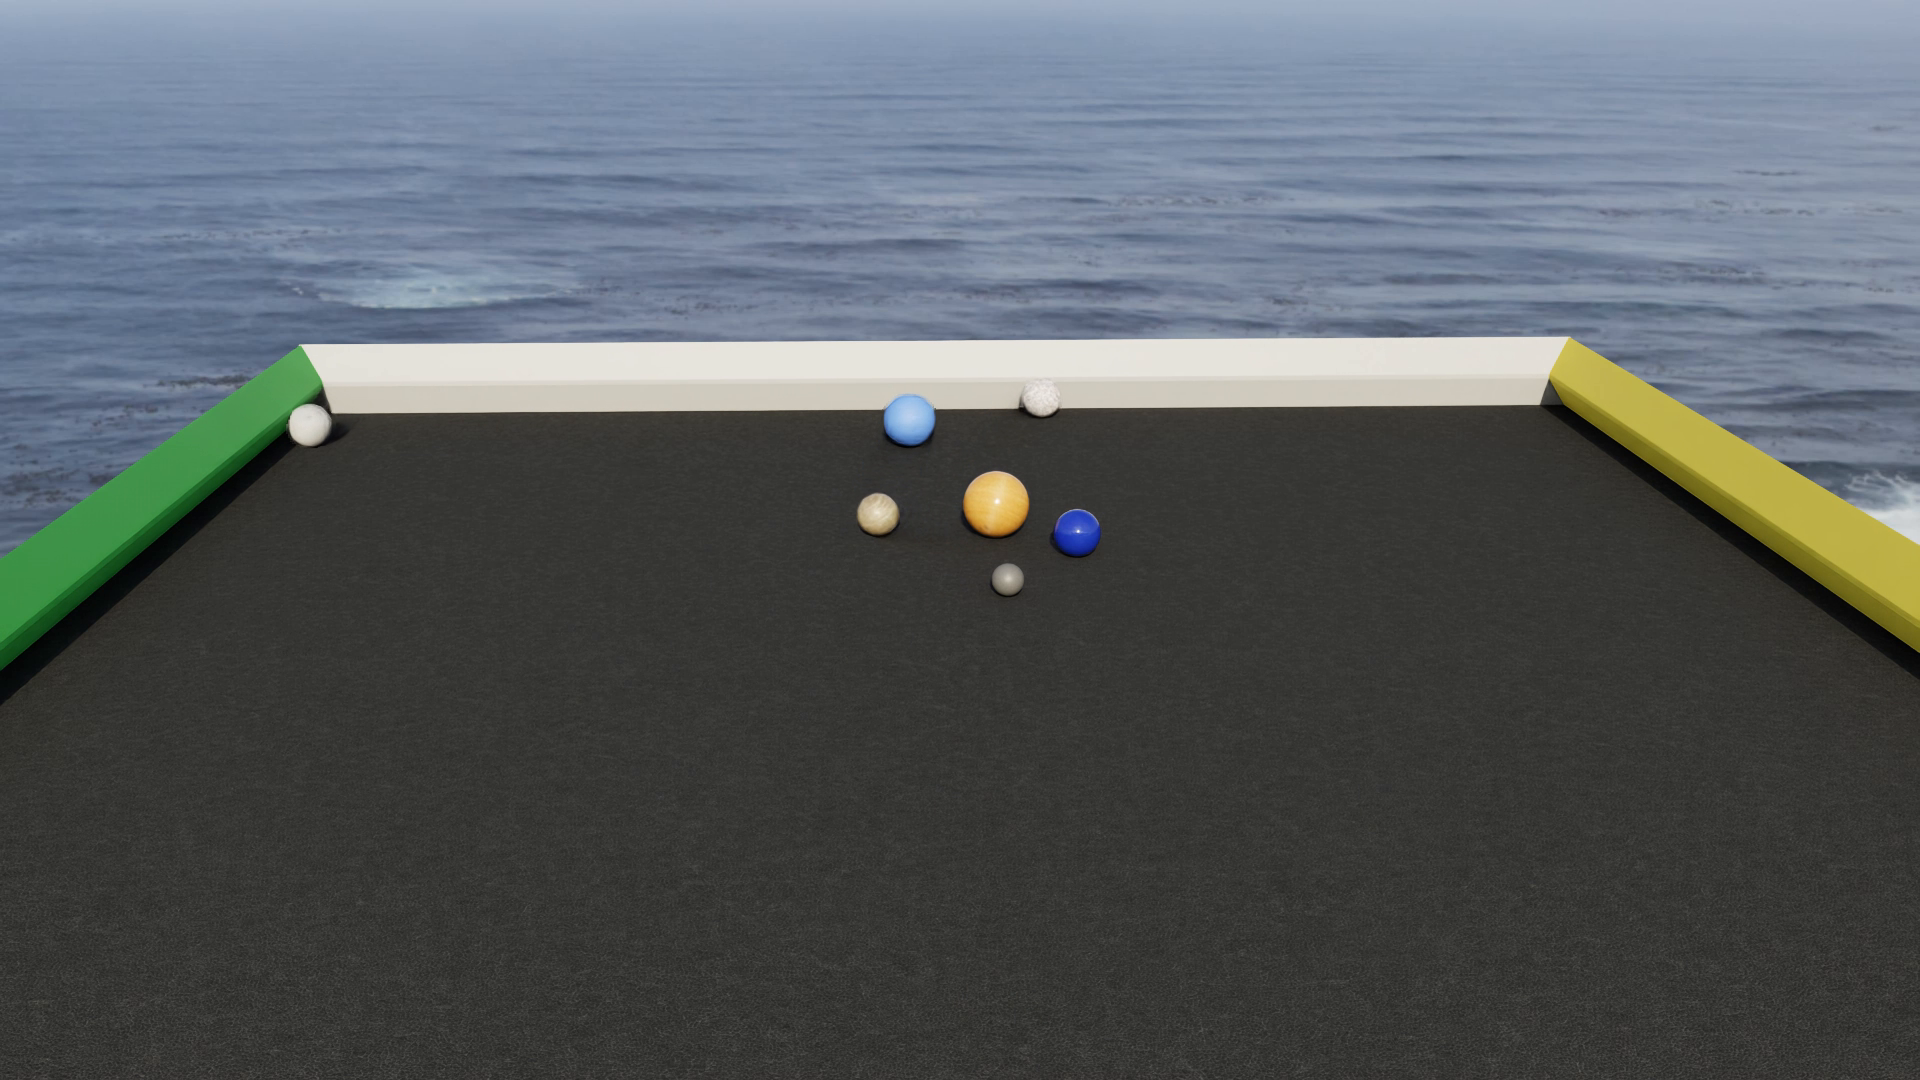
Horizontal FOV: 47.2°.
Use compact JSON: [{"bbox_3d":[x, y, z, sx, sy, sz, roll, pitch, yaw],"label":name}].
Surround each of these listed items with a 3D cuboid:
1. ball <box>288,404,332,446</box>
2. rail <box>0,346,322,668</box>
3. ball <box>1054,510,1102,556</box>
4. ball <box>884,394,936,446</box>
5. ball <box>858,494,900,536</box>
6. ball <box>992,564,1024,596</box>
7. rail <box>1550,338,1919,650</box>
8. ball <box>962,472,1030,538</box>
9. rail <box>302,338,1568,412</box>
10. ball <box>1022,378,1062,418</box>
[{"bbox_3d":[-1.031,-0.182,3.486,0.068,0.068,0.068,0,16,0],"label":"ball"},{"bbox_3d":[-1.023,0.241,1.870,0.045,0.117,3.839,-1,16,-2],"label":"rail"},{"bbox_3d":[0.153,-0.009,2.876,0.062,0.062,0.062,0,16,0],"label":"ball"},{"bbox_3d":[-0.080,-0.189,3.486,0.082,0.082,0.082,0,16,0],"label":"ball"},{"bbox_3d":[-0.110,-0.034,2.975,0.058,0.058,0.058,0,16,0],"label":"ball"},{"bbox_3d":[0.059,0.049,2.708,0.041,0.041,0.041,0,16,0],"label":"ball"},{"bbox_3d":[1.088,0.222,1.939,0.045,0.117,3.839,-1,16,-2],"label":"rail"},{"bbox_3d":[0.049,-0.048,2.964,0.090,0.090,0.090,0,16,0],"label":"ball"},{"bbox_3d":[-0.032,-0.276,3.730,2.160,0.117,0.045,-1,16,-2],"label":"rail"},{"bbox_3d":[0.137,-0.239,3.696,0.067,0.067,0.067,0,16,0],"label":"ball"}]
